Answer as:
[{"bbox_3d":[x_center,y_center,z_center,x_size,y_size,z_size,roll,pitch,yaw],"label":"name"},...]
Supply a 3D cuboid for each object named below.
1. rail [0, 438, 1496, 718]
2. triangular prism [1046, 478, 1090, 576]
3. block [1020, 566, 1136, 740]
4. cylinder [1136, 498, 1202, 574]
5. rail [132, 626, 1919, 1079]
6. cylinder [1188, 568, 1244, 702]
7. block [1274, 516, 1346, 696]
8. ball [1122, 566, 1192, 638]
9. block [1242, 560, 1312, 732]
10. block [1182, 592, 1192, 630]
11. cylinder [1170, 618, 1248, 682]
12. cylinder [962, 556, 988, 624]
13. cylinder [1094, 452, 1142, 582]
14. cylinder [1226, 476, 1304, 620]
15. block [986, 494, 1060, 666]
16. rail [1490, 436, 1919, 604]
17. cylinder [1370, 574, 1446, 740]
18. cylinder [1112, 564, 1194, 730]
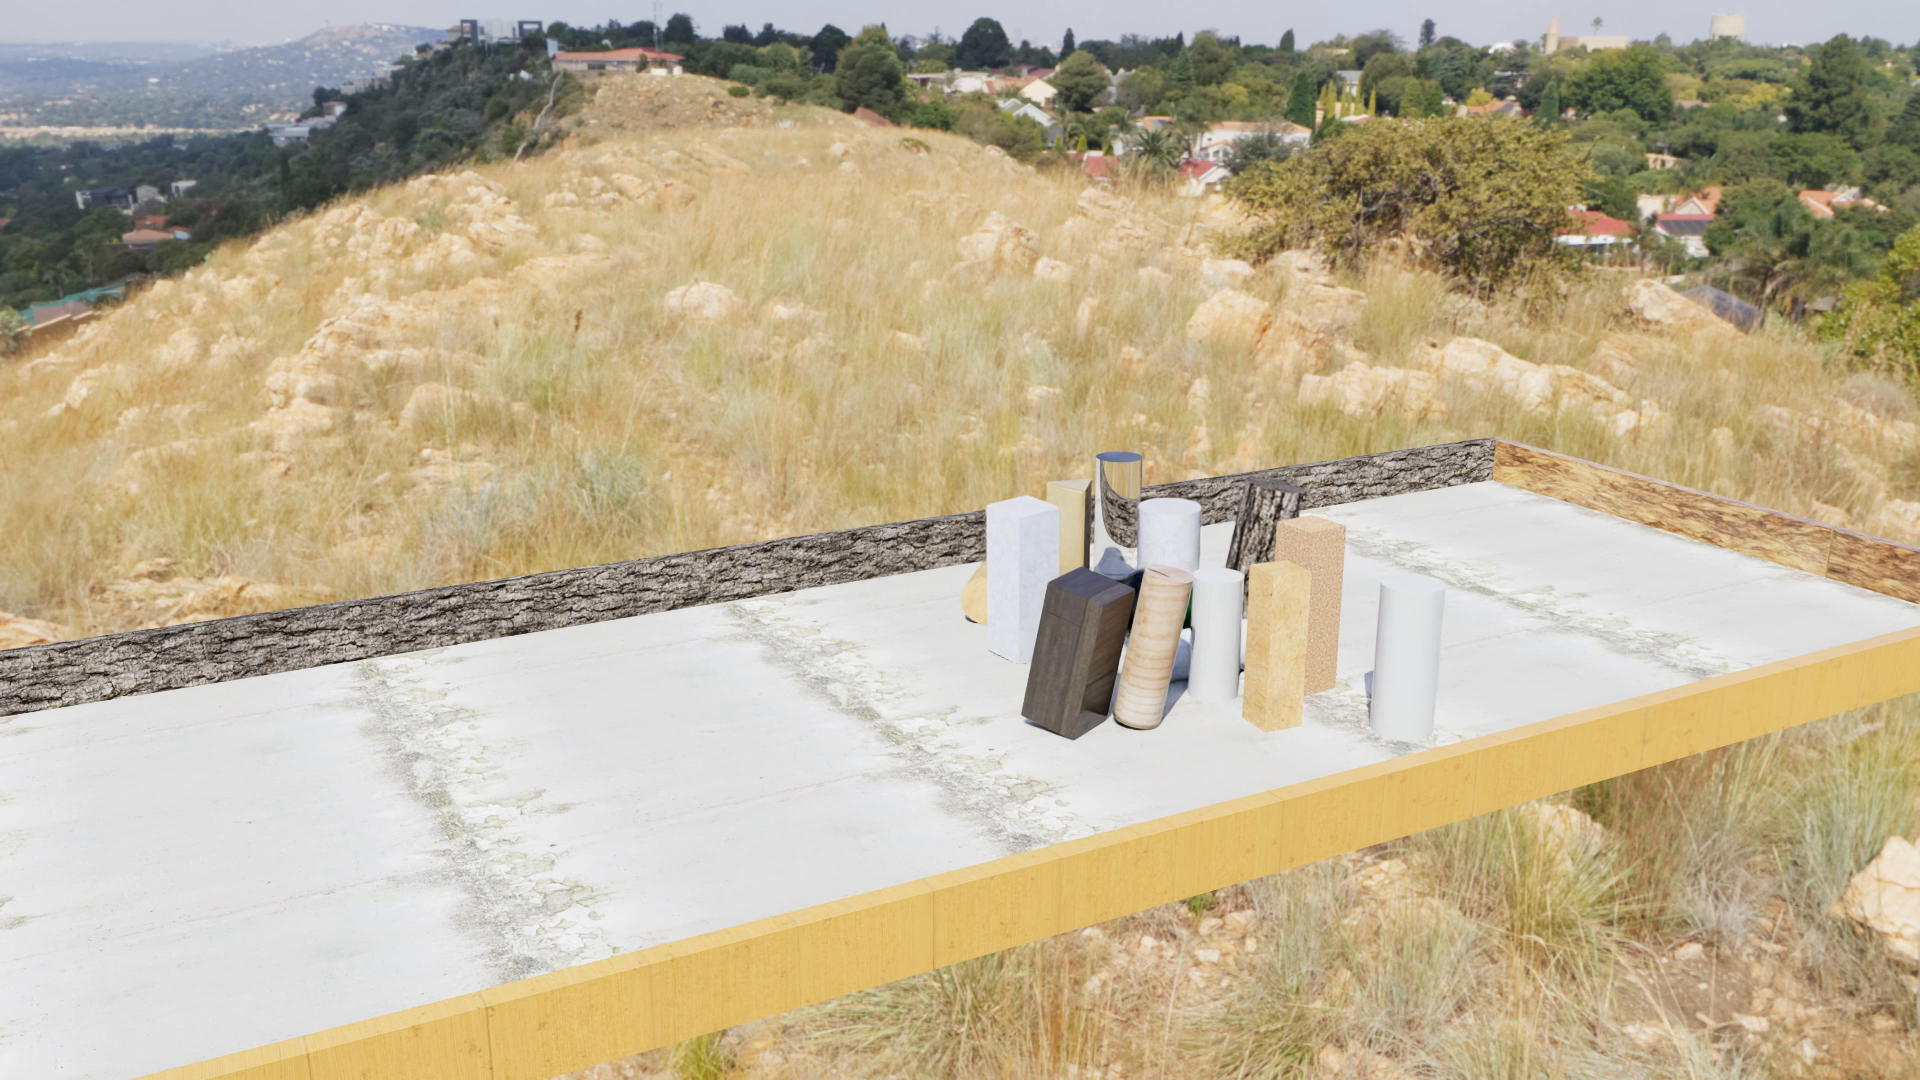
[{"bbox_3d":[-3.305,0.497,3.399,12.000,0.150,0.050,-9,18,-27],"label":"rail"},{"bbox_3d":[0.327,0.021,4.617,0.131,0.375,0.114,15,22,40],"label":"triangular prism"},{"bbox_3d":[0.272,0.261,3.813,0.148,0.346,0.148,23,26,29],"label":"block"},{"bbox_3d":[0.583,0.055,4.612,0.174,0.310,0.174,-1,17,0],"label":"cylinder"},{"bbox_3d":[-2.336,1.006,1.665,12.000,0.150,0.050,-9,18,-27],"label":"rail"},{"bbox_3d":[0.624,0.232,4.024,0.124,0.306,0.124,0,16,0],"label":"cylinder"},{"bbox_3d":[0.853,0.162,4.060,0.117,0.420,0.117,-10,19,-31],"label":"block"},{"bbox_3d":[0.522,0.178,4.353,0.224,0.224,0.224,0,16,0],"label":"ball"},{"bbox_3d":[0.736,0.247,3.841,0.100,0.379,0.100,-7,18,-21],"label":"block"},{"bbox_3d":[0.742,0.163,4.563,0.374,0.133,0.133,-11,20,-34],"label":"block"},{"bbox_3d":[0.651,0.276,4.194,0.335,0.125,0.125,-8,18,-24],"label":"cylinder"},{"bbox_3d":[0.102,0.128,4.681,0.135,0.135,0.301,4,17,12],"label":"cylinder"},{"bbox_3d":[0.465,-0.059,4.873,0.137,0.384,0.137,0,16,0],"label":"cylinder"},{"bbox_3d":[0.782,0.060,4.348,0.156,0.431,0.156,10,15,-3],"label":"cylinder"},{"bbox_3d":[0.164,0.103,4.274,0.133,0.401,0.133,-15,24,-34],"label":"block"},{"bbox_3d":[2.466,-0.048,5.253,0.050,0.150,2.100,-9,18,-27],"label":"rail"},{"bbox_3d":[1.033,0.269,3.808,0.145,0.356,0.145,0,16,0],"label":"cylinder"},{"bbox_3d":[0.448,0.248,3.833,0.115,0.367,0.115,9,18,-3],"label":"cylinder"}]
